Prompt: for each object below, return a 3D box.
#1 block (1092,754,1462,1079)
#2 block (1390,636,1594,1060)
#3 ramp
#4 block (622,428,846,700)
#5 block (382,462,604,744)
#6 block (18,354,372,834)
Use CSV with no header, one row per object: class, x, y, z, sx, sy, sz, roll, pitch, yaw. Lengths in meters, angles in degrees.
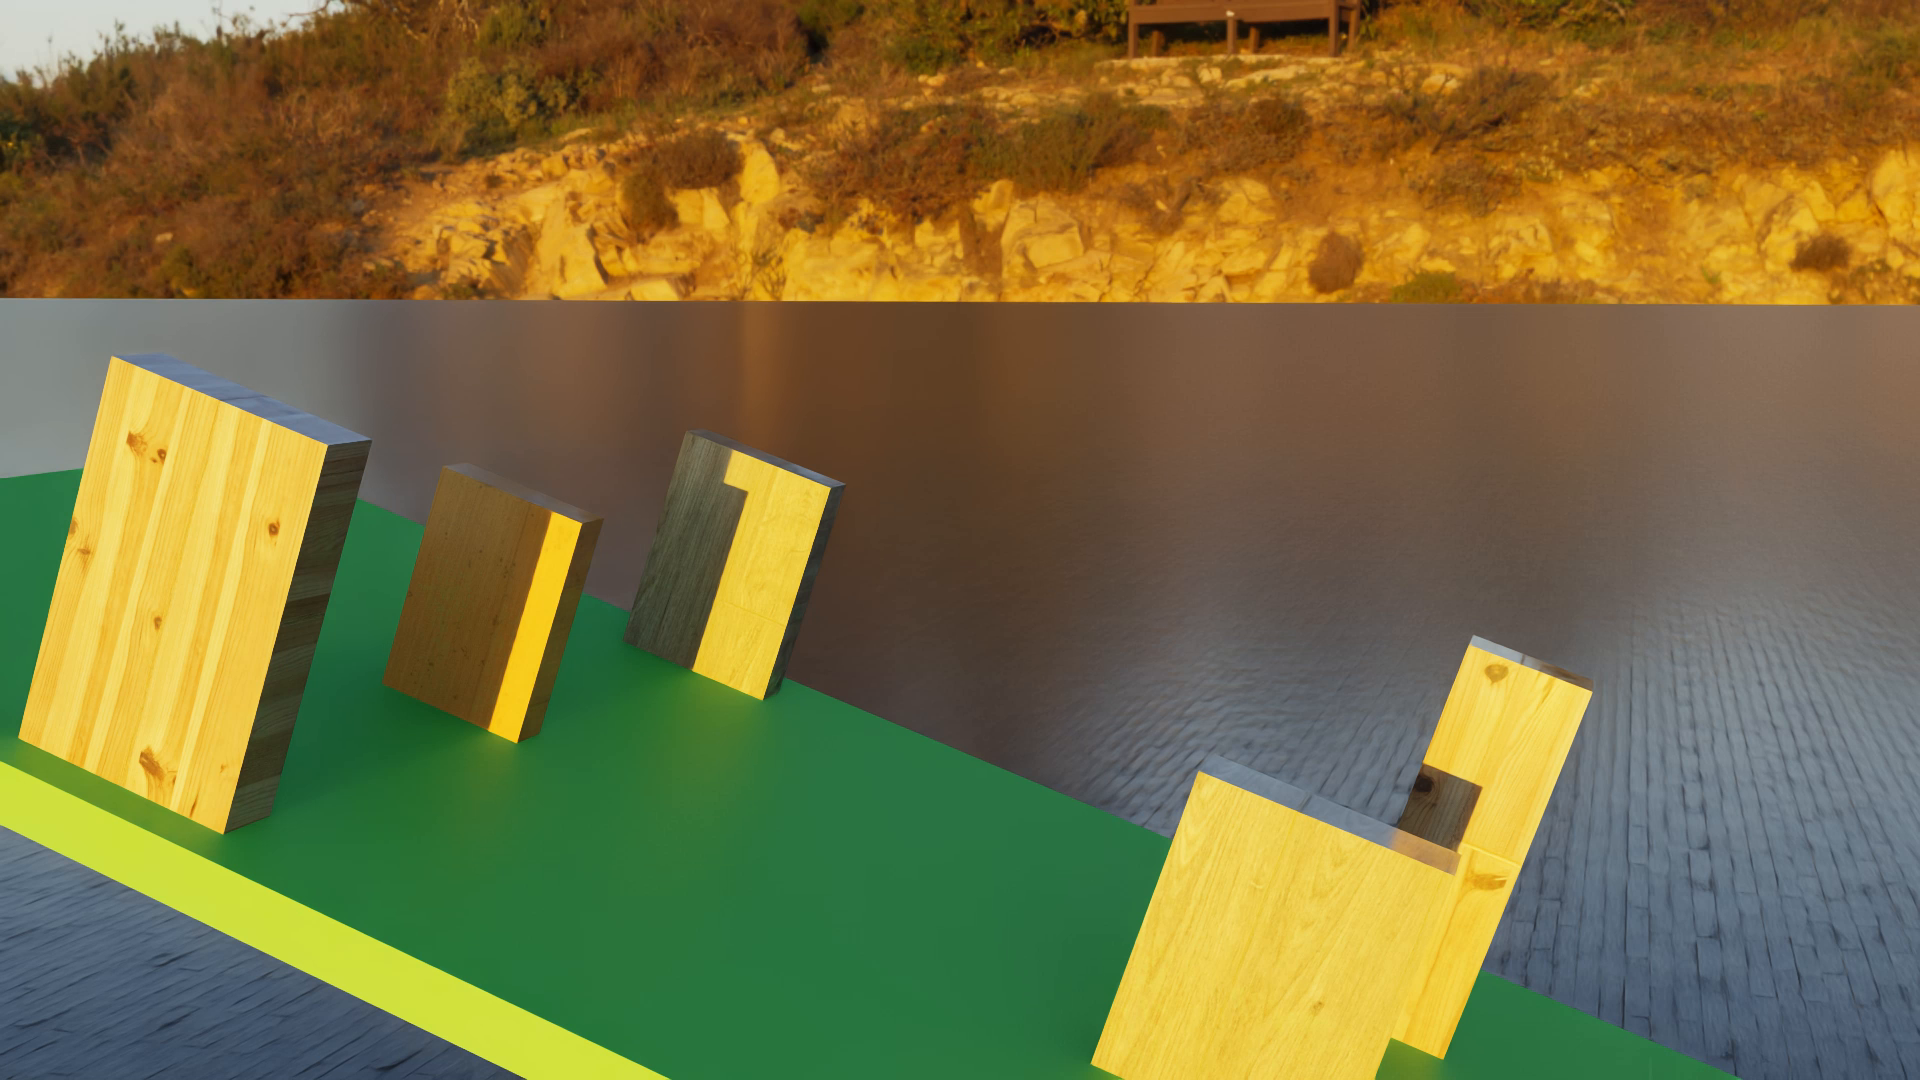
block,0.525,0.704,3.679,0.440,0.547,0.137,22,12,14
block,0.966,0.595,4.264,0.240,0.780,0.120,22,12,14
ramp,-0.345,0.640,4.218,4.000,0.100,2.000,22,12,14
block,-0.523,0.054,5.071,0.370,0.521,0.101,22,12,14
block,-0.920,0.121,4.320,0.313,0.461,0.094,22,12,14
block,-1.235,0.082,3.539,0.407,0.662,0.125,22,12,14
